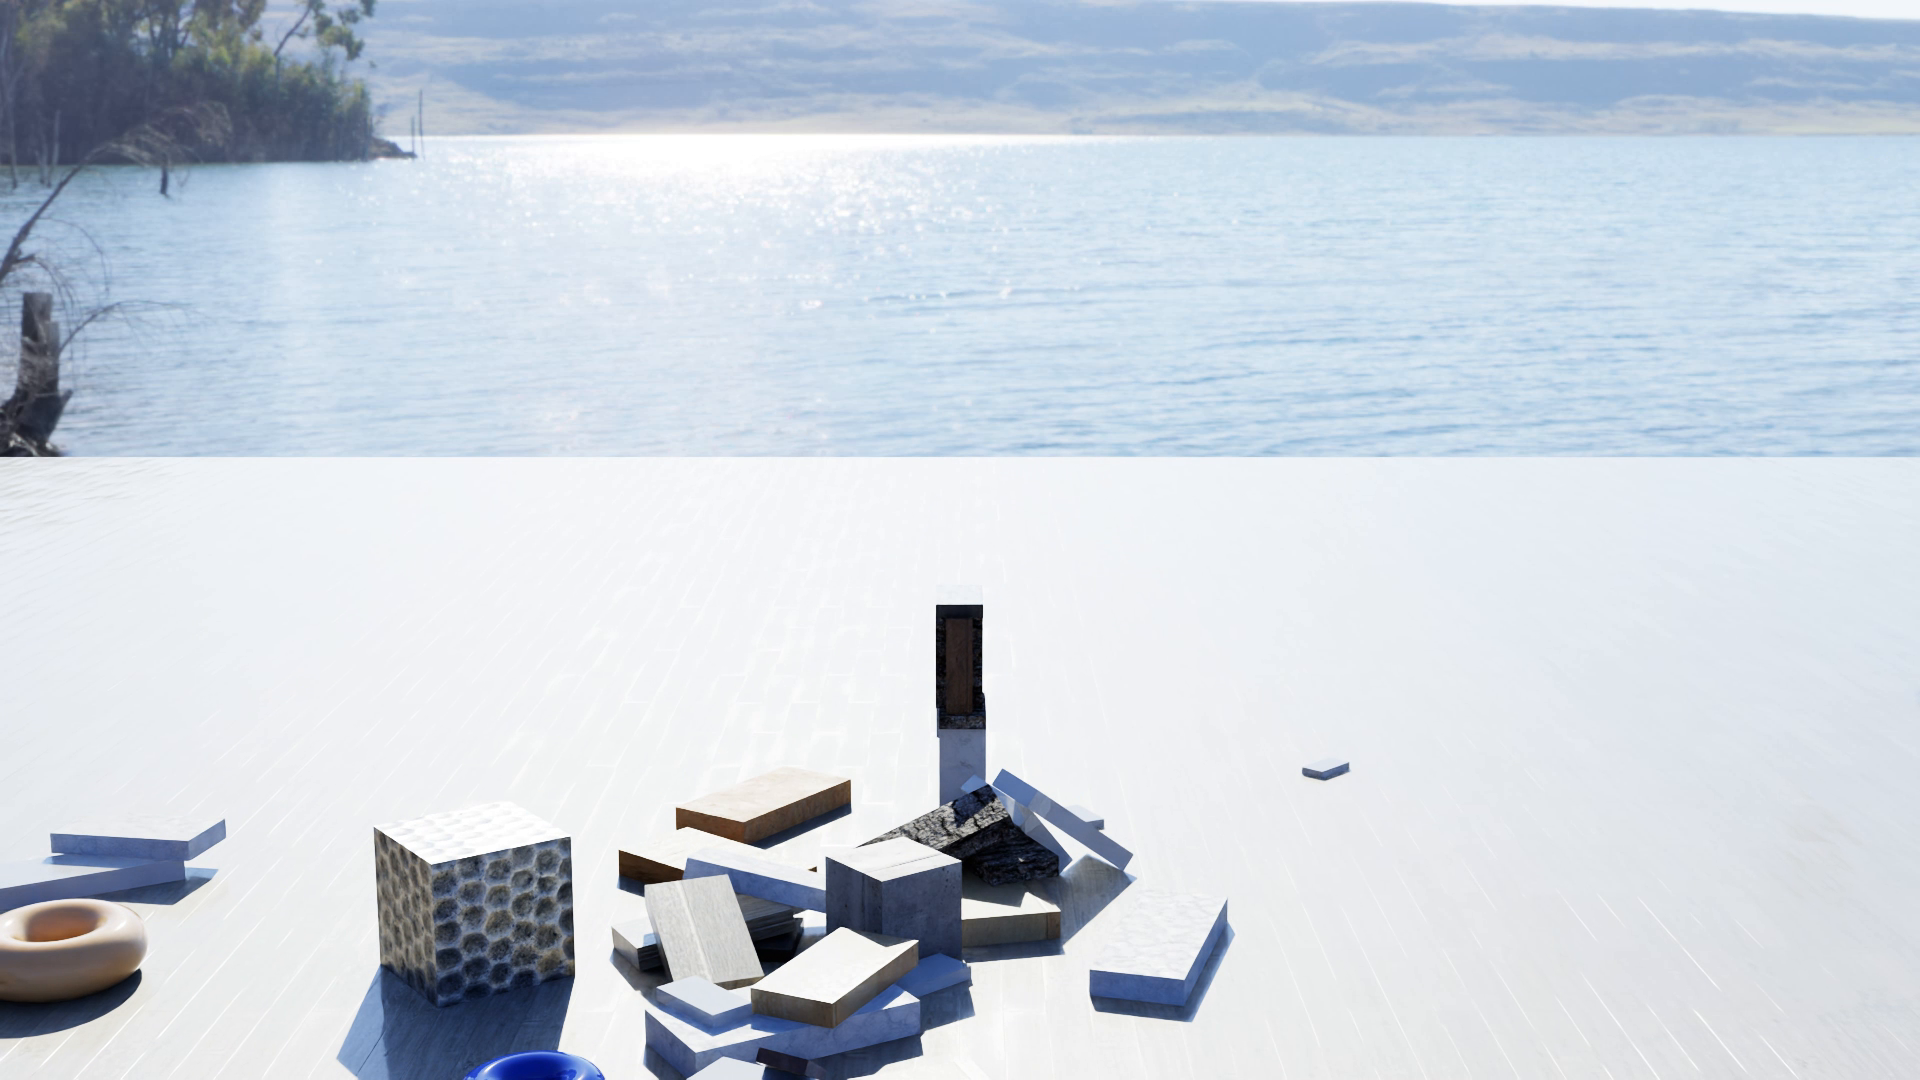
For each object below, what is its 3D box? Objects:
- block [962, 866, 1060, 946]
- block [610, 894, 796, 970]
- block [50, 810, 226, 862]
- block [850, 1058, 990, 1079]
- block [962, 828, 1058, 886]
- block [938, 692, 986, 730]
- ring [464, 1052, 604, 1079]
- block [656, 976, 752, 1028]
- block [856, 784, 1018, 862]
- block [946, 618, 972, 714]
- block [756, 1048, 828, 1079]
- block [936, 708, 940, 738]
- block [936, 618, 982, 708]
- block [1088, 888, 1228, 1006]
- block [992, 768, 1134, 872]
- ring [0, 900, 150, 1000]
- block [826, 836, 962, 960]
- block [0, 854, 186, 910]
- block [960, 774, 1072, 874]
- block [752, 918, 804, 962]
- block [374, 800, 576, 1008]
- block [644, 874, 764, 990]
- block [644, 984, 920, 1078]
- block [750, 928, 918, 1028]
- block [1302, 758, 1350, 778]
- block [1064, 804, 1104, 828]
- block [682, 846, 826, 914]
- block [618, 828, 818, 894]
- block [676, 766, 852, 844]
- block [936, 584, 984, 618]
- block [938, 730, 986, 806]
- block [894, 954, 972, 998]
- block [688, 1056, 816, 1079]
[{"bbox_3d":[0.044,0.581,3.596,0.159,0.045,0.319,-2,11,-13],"label":"block"},{"bbox_3d":[-0.400,0.604,3.423,0.255,0.036,0.127,-10,11,-25],"label":"block"},{"bbox_3d":[-1.418,0.510,3.798,0.255,0.036,0.127,2,11,9],"label":"block"},{"bbox_3d":[-0.002,0.743,2.714,0.172,0.049,0.344,-4,11,-22],"label":"block"},{"bbox_3d":[0.056,0.521,3.701,0.122,0.035,0.245,-5,12,-24],"label":"block"},{"bbox_3d":[0.005,0.318,4.112,0.087,0.025,0.174,0,11,0],"label":"block"},{"bbox_3d":[-0.550,0.715,2.821,0.197,0.066,0.197,-1,10,0],"label":"ring"},{"bbox_3d":[-0.357,0.643,3.065,0.067,0.019,0.134,-9,14,-41],"label":"block"},{"bbox_3d":[-0.055,0.510,3.668,0.284,0.040,0.142,-25,19,-7],"label":"block"},{"bbox_3d":[-0.001,0.231,4.028,0.048,0.177,0.014,0,11,0],"label":"block"},{"bbox_3d":[-0.219,0.689,2.878,0.067,0.019,0.134,11,-17,12],"label":"block"},{"bbox_3d":[-0.002,0.246,4.201,0.088,0.266,0.025,0,11,0],"label":"block"},{"bbox_3d":[-0.002,0.223,4.078,0.088,0.175,0.025,0,11,0],"label":"block"},{"bbox_3d":[0.311,0.622,3.388,0.142,0.040,0.368,3,11,16],"label":"block"},{"bbox_3d":[0.177,0.480,3.770,0.245,0.035,0.122,36,-6,-31],"label":"block"},{"bbox_3d":[-1.354,0.615,3.301,0.261,0.087,0.261,1,12,0],"label":"ring"},{"bbox_3d":[-0.103,0.564,3.397,0.151,0.151,0.151,-8,13,-37],"label":"block"},{"bbox_3d":[-1.560,0.572,3.665,0.490,0.037,0.130,-6,12,-31],"label":"block"},{"bbox_3d":[0.097,0.496,3.854,0.035,0.122,0.245,-44,24,-11],"label":"block"},{"bbox_3d":[-0.289,0.623,3.435,0.071,0.020,0.142,1,11,4],"label":"block"},{"bbox_3d":[-0.733,0.544,3.317,0.220,0.220,0.220,-8,13,-36],"label":"block"},{"bbox_3d":[-0.387,0.600,3.307,0.130,0.037,0.260,-5,28,-17],"label":"block"},{"bbox_3d":[-0.248,0.674,3.081,0.344,0.049,0.172,-6,12,-30],"label":"block"},{"bbox_3d":[-0.175,0.621,3.134,0.130,0.037,0.260,5,12,25],"label":"block"},{"bbox_3d":[0.727,0.453,4.371,0.048,0.014,0.096,10,14,43],"label":"block"},{"bbox_3d":[0.221,0.511,4.057,0.048,0.014,0.096,-5,12,-26],"label":"block"},{"bbox_3d":[-0.302,0.544,3.507,0.255,0.036,0.127,12,1,6],"label":"block"},{"bbox_3d":[-0.411,0.558,3.717,0.319,0.045,0.159,9,14,40],"label":"block"},{"bbox_3d":[-0.361,0.491,4.081,0.159,0.045,0.319,7,13,33],"label":"block"},{"bbox_3d":[-0.001,0.114,4.117,0.088,0.025,0.175,0,11,0],"label":"block"},{"bbox_3d":[0.005,0.427,4.073,0.087,0.174,0.025,0,11,0],"label":"block"},{"bbox_3d":[-0.059,0.652,3.278,0.142,0.020,0.071,-10,14,-42],"label":"block"},{"bbox_3d":[-0.321,0.741,2.720,0.172,0.049,0.344,6,12,28],"label":"block"}]
